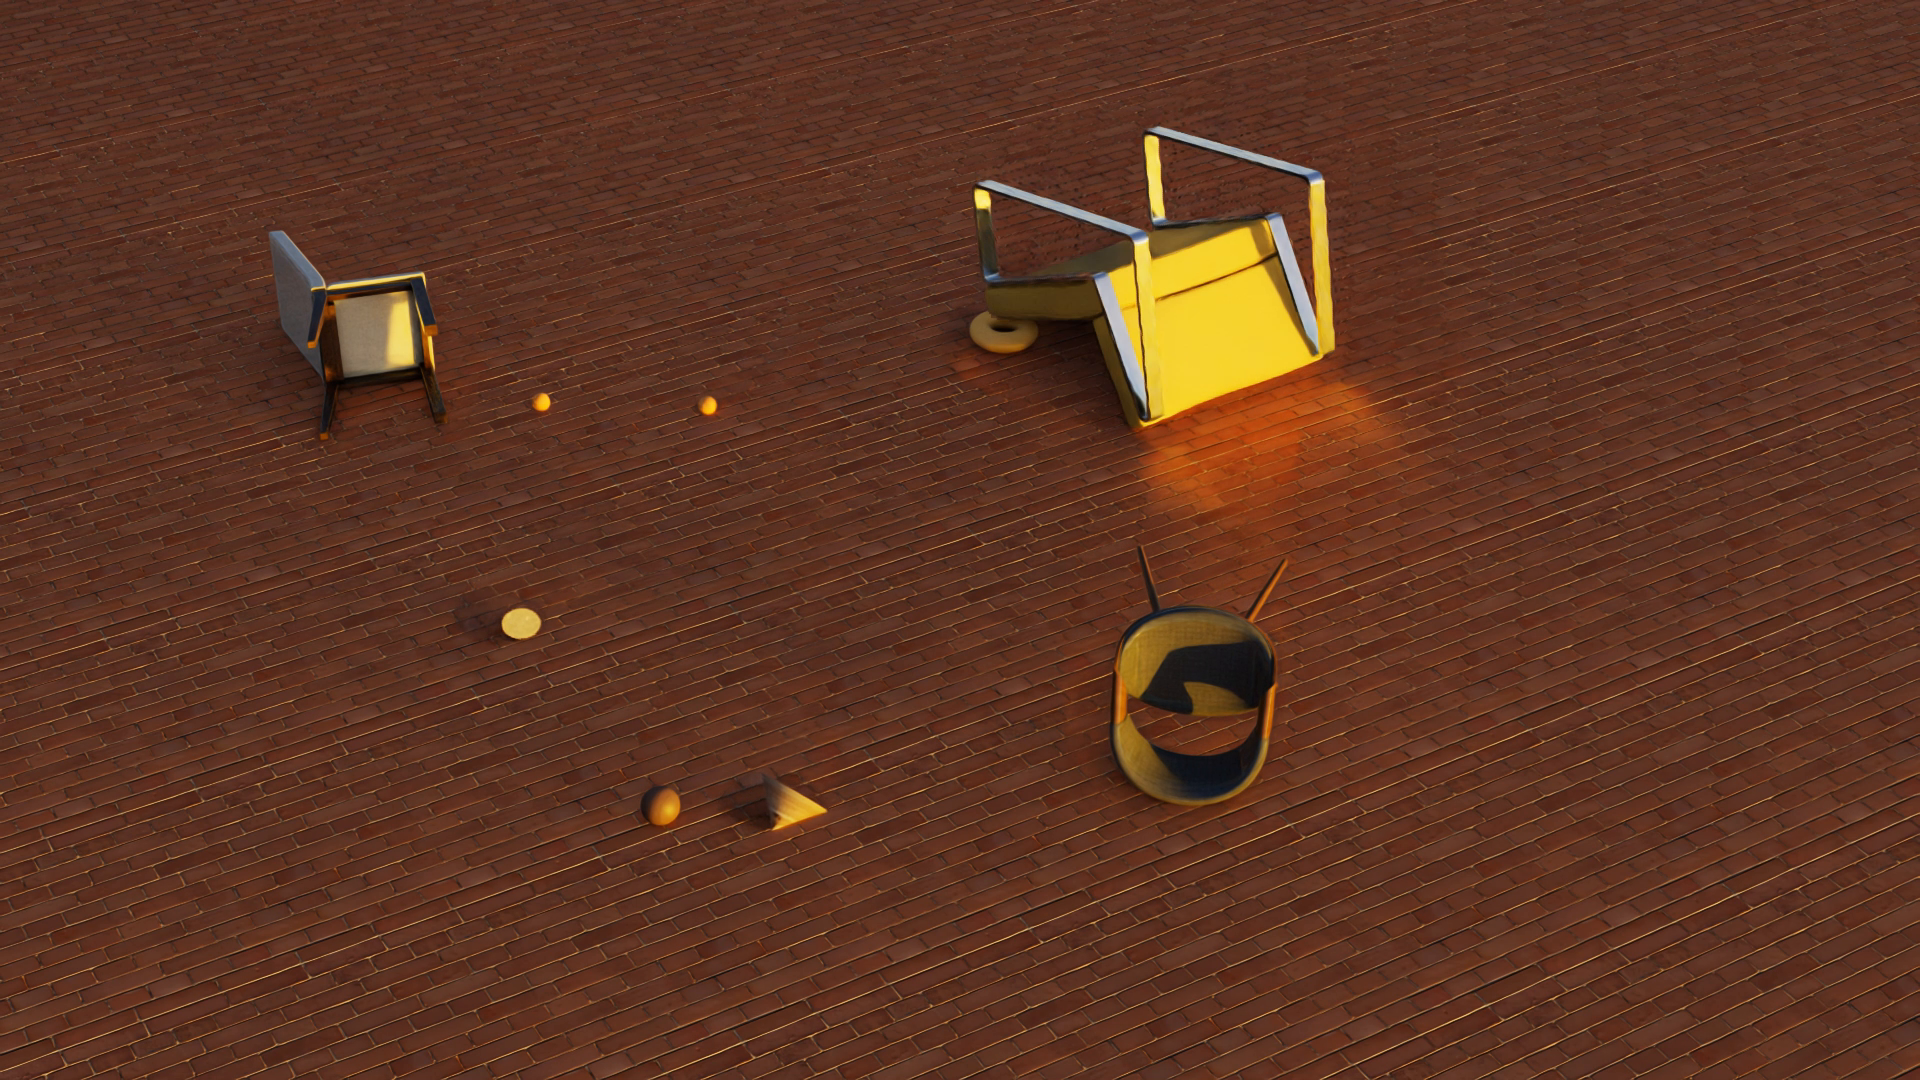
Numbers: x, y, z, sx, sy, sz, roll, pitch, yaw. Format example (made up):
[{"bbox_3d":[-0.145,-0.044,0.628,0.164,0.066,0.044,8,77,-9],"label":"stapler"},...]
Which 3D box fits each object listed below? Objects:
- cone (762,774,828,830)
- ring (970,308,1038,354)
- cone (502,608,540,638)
[{"bbox_3d":[-0.574,0.881,9.523,0.250,0.144,0.236,32,-8,-14],"label":"cone"},{"bbox_3d":[0.183,-0.870,12.194,0.289,0.080,0.313,-1,33,-2],"label":"ring"},{"bbox_3d":[-1.596,0.285,10.463,0.146,0.110,0.156,3,7,-31],"label":"cone"}]
